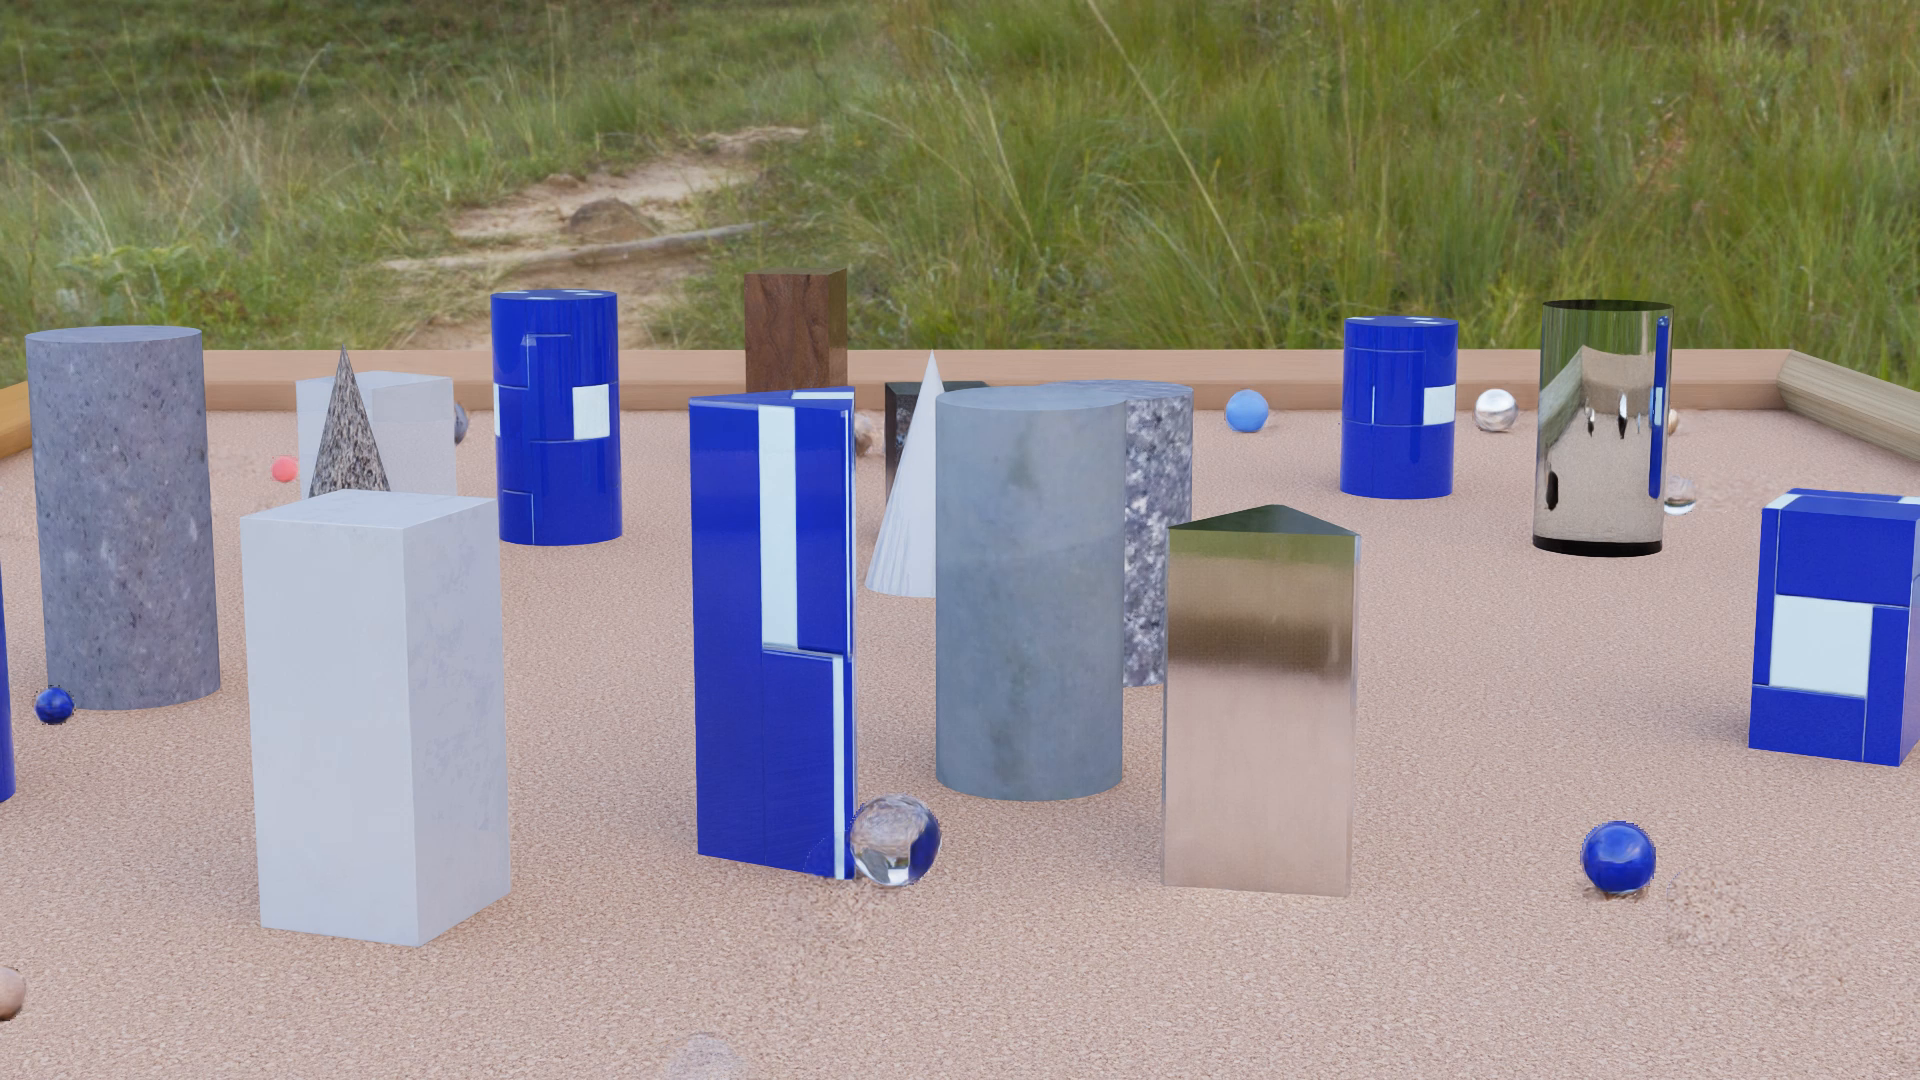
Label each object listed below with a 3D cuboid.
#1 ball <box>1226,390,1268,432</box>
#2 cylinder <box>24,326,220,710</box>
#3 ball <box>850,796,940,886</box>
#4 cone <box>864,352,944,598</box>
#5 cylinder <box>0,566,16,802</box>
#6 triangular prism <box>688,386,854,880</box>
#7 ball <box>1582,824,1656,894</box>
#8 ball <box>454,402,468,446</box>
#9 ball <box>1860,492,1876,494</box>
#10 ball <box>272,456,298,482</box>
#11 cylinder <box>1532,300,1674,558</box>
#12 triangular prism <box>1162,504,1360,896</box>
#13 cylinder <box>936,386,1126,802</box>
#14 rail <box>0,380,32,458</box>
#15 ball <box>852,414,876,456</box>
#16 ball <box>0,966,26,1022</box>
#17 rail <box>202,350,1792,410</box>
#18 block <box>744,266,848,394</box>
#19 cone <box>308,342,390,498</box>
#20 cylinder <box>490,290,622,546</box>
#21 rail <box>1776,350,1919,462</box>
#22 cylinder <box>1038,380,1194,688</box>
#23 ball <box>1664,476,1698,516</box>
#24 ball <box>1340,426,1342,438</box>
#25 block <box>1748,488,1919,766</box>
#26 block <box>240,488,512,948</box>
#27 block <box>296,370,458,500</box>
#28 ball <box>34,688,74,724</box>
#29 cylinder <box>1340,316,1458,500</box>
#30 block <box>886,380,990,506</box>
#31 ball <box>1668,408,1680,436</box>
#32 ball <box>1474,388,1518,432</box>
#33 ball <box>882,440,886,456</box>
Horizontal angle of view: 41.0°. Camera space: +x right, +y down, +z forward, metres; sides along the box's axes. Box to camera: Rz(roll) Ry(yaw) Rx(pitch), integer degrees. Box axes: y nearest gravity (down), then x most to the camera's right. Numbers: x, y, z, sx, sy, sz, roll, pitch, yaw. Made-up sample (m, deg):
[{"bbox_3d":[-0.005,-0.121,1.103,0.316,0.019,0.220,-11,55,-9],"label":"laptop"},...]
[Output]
[{"bbox_3d":[0.573,-0.257,5.124,0.086,0.086,0.086,0,11,0],"label":"ball"},{"bbox_3d":[-0.971,-0.030,2.983,0.193,0.420,0.193,0,11,0],"label":"cylinder"},{"bbox_3d":[-0.058,0.268,2.291,0.081,0.081,0.081,0,11,0],"label":"ball"},{"bbox_3d":[-0.039,-0.103,3.609,0.193,0.335,0.193,0,11,0],"label":"cone"},{"bbox_3d":[-1.051,0.029,2.536,0.193,0.468,0.193,0,11,0],"label":"cylinder"},{"bbox_3d":[-0.137,0.078,2.383,0.167,0.428,0.145,6,12,28],"label":"triangular prism"},{"bbox_3d":[0.585,0.283,2.277,0.063,0.063,0.063,0,11,0],"label":"ball"},{"bbox_3d":[-0.988,-0.221,4.899,0.097,0.097,0.097,0,11,0],"label":"ball"},{"bbox_3d":[1.392,-0.033,3.933,0.080,0.080,0.080,0,11,0],"label":"ball"},{"bbox_3d":[-1.189,-0.124,4.514,0.045,0.045,0.045,0,11,0],"label":"ball"},{"bbox_3d":[0.975,-0.172,3.892,0.193,0.368,0.193,0,11,0],"label":"cylinder"},{"bbox_3d":[0.278,0.140,2.330,0.167,0.325,0.145,2,11,12],"label":"triangular prism"},{"bbox_3d":[0.072,0.050,2.625,0.193,0.394,0.193,0,11,0],"label":"cylinder"},{"bbox_3d":[-1.760,0.034,3.439,0.045,0.126,4.095,0,11,0],"label":"rail"},{"bbox_3d":[-0.199,-0.199,4.824,0.079,0.079,0.079,0,11,0],"label":"ball"},{"bbox_3d":[-0.742,0.350,1.976,0.042,0.042,0.042,0,11,0],"label":"ball"},{"bbox_3d":[-0.012,-0.337,5.439,3.567,0.126,0.045,0,11,0],"label":"rail"},{"bbox_3d":[-0.298,-0.315,4.699,0.155,0.355,0.155,2,11,10],"label":"block"},{"bbox_3d":[-0.808,-0.080,3.395,0.193,0.368,0.193,0,11,0],"label":"cone"},{"bbox_3d":[-0.625,-0.193,3.984,0.193,0.376,0.193,0,11,0],"label":"cylinder"},{"bbox_3d":[1.760,0.030,3.459,0.045,0.126,4.095,0,11,0],"label":"rail"},{"bbox_3d":[0.182,-0.012,3.097,0.193,0.343,0.193,0,11,0],"label":"cylinder"},{"bbox_3d":[1.169,-0.072,4.186,0.064,0.064,0.064,0,11,0],"label":"ball"},{"bbox_3d":[0.760,-0.211,4.996,0.041,0.041,0.041,0,11,0],"label":"ball"},{"bbox_3d":[0.955,0.090,2.771,0.155,0.262,0.155,6,12,29],"label":"block"},{"bbox_3d":[-0.499,0.147,2.206,0.155,0.355,0.155,4,11,19],"label":"block"},{"bbox_3d":[-0.835,-0.090,3.685,0.155,0.283,0.155,7,13,34],"label":"block"},{"bbox_3d":[-1.010,0.185,2.862,0.041,0.041,0.041,0,11,0],"label":"ball"},{"bbox_3d":[0.754,-0.230,4.410,0.193,0.293,0.193,0,11,0],"label":"cylinder"},{"bbox_3d":[-0.030,-0.119,3.971,0.155,0.235,0.155,-1,11,-8],"label":"block"},{"bbox_3d":[1.393,-0.234,5.074,0.058,0.058,0.058,0,11,0],"label":"ball"},{"bbox_3d":[1.070,-0.258,5.124,0.087,0.087,0.087,0,11,0],"label":"ball"},{"bbox_3d":[-0.112,-0.170,4.724,0.060,0.060,0.060,0,11,0],"label":"ball"}]
